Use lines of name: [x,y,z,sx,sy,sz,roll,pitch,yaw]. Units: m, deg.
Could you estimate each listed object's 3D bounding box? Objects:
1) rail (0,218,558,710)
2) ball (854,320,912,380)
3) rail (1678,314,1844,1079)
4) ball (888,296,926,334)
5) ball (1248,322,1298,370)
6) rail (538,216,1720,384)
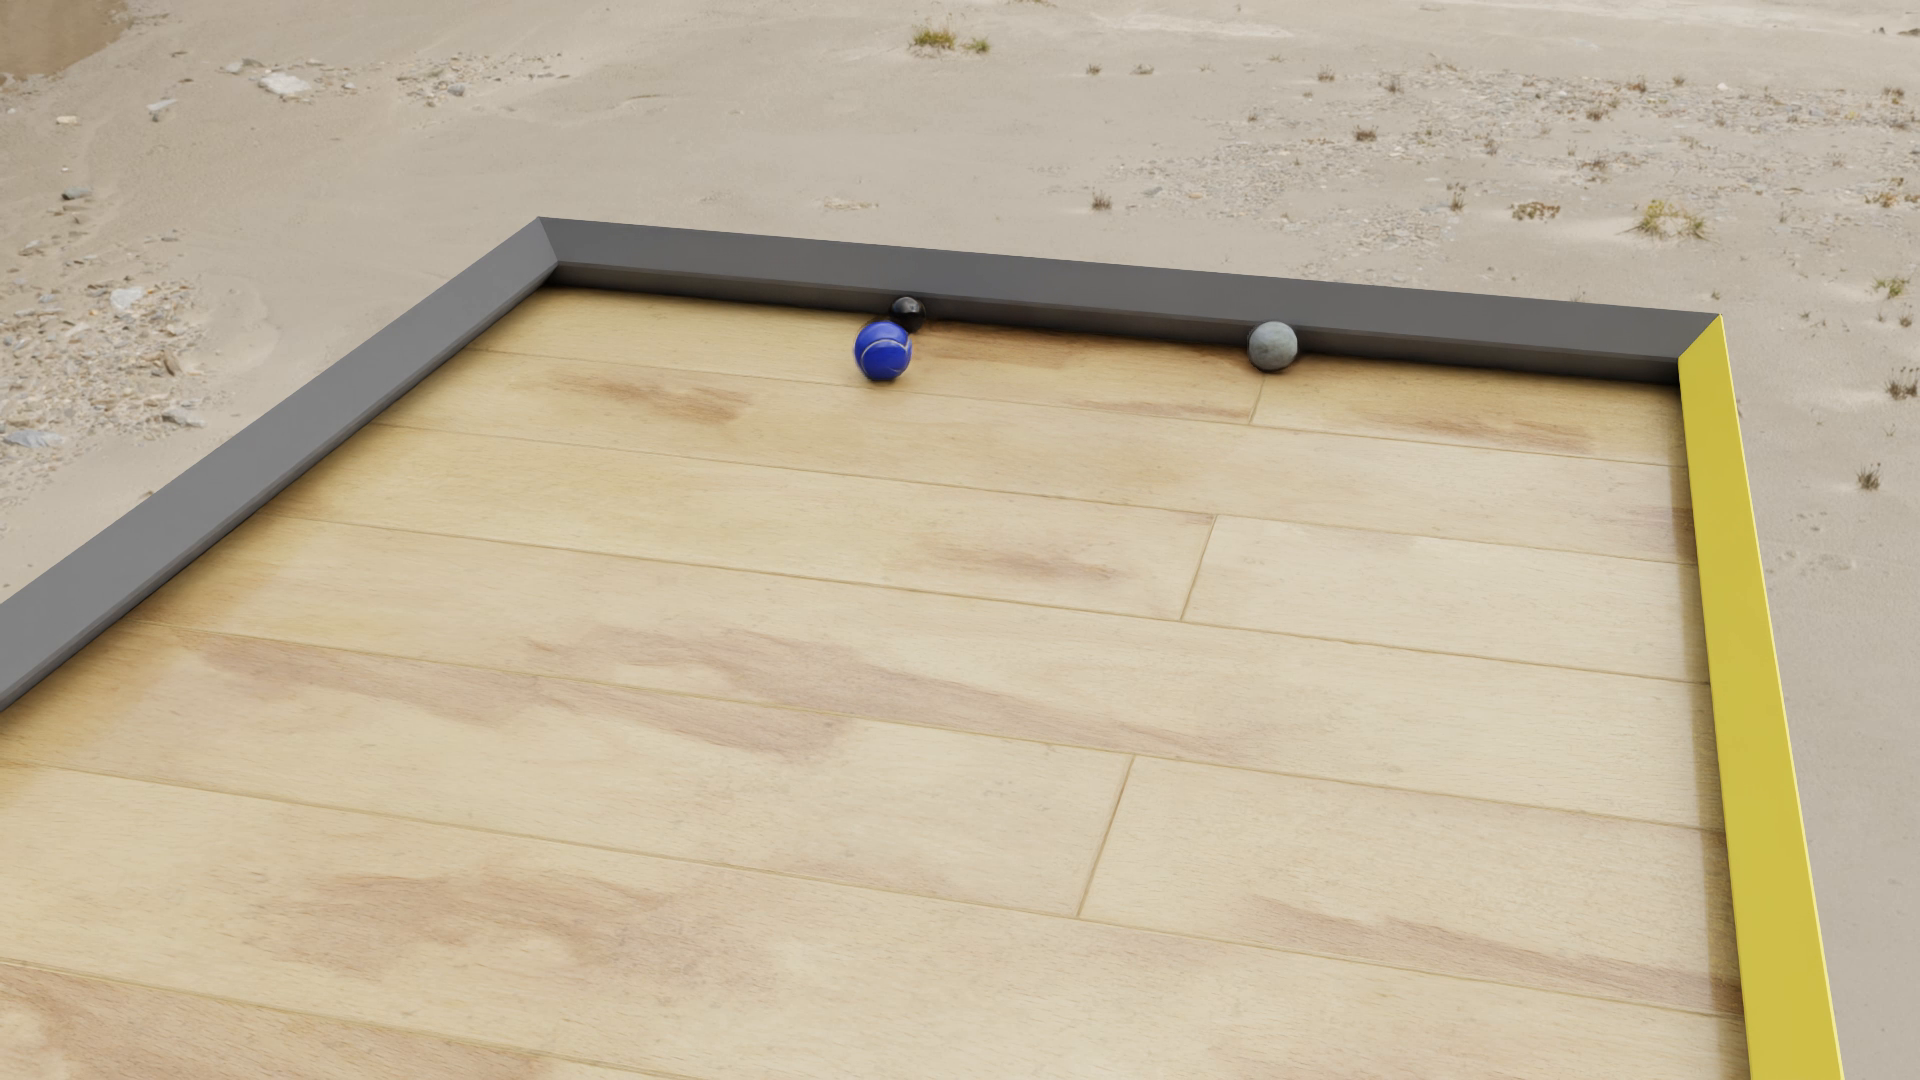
rail: [-0.888,0.195,1.785,0.045,0.094,2.754,6,27,13]
ball: [-0.093,-0.231,2.681,0.072,0.072,0.072,0,26,0]
rail: [0.547,0.356,1.456,0.045,0.094,2.754,6,27,13]
ball: [-0.068,-0.290,2.826,0.050,0.050,0.050,0,26,0]
ball: [0.386,-0.239,2.709,0.061,0.061,0.061,0,26,0]
rail: [0.165,-0.301,2.798,1.529,0.094,0.045,6,27,13]
